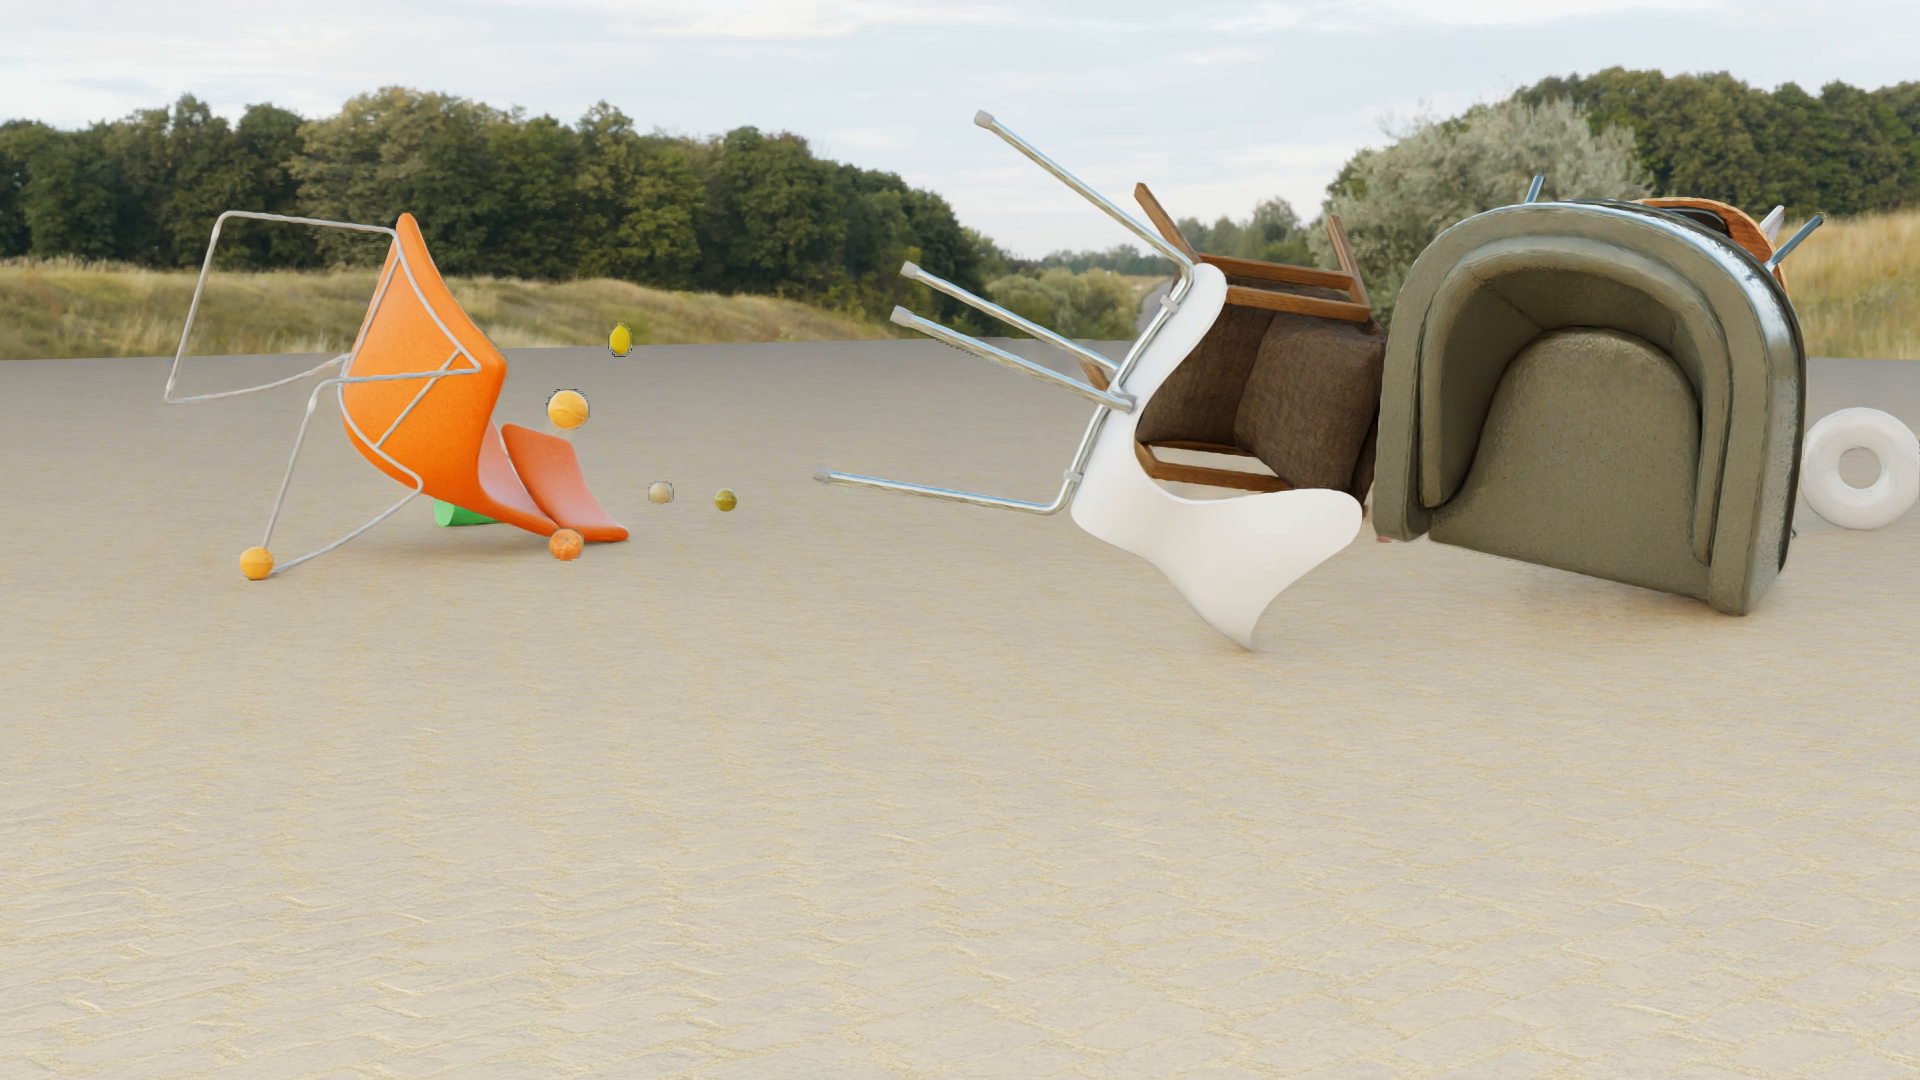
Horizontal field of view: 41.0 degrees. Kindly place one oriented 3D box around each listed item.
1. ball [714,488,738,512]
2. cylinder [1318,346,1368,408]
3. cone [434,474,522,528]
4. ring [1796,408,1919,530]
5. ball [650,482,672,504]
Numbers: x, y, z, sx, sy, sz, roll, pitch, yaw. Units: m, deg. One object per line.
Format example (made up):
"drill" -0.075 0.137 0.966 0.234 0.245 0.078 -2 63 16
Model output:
"ball" -0.654 -0.112 7.179 0.064 0.064 0.064 0 6 0
"cylinder" 1.186 -0.505 7.948 0.109 0.085 0.219 19 41 9
"cone" -1.266 -0.077 6.834 0.241 0.151 0.106 16 -36 -39
"ring" 2.333 -0.184 6.654 0.315 0.322 0.045 -34 -8 17
"ball" -0.862 -0.134 7.403 0.064 0.064 0.064 0 6 0
